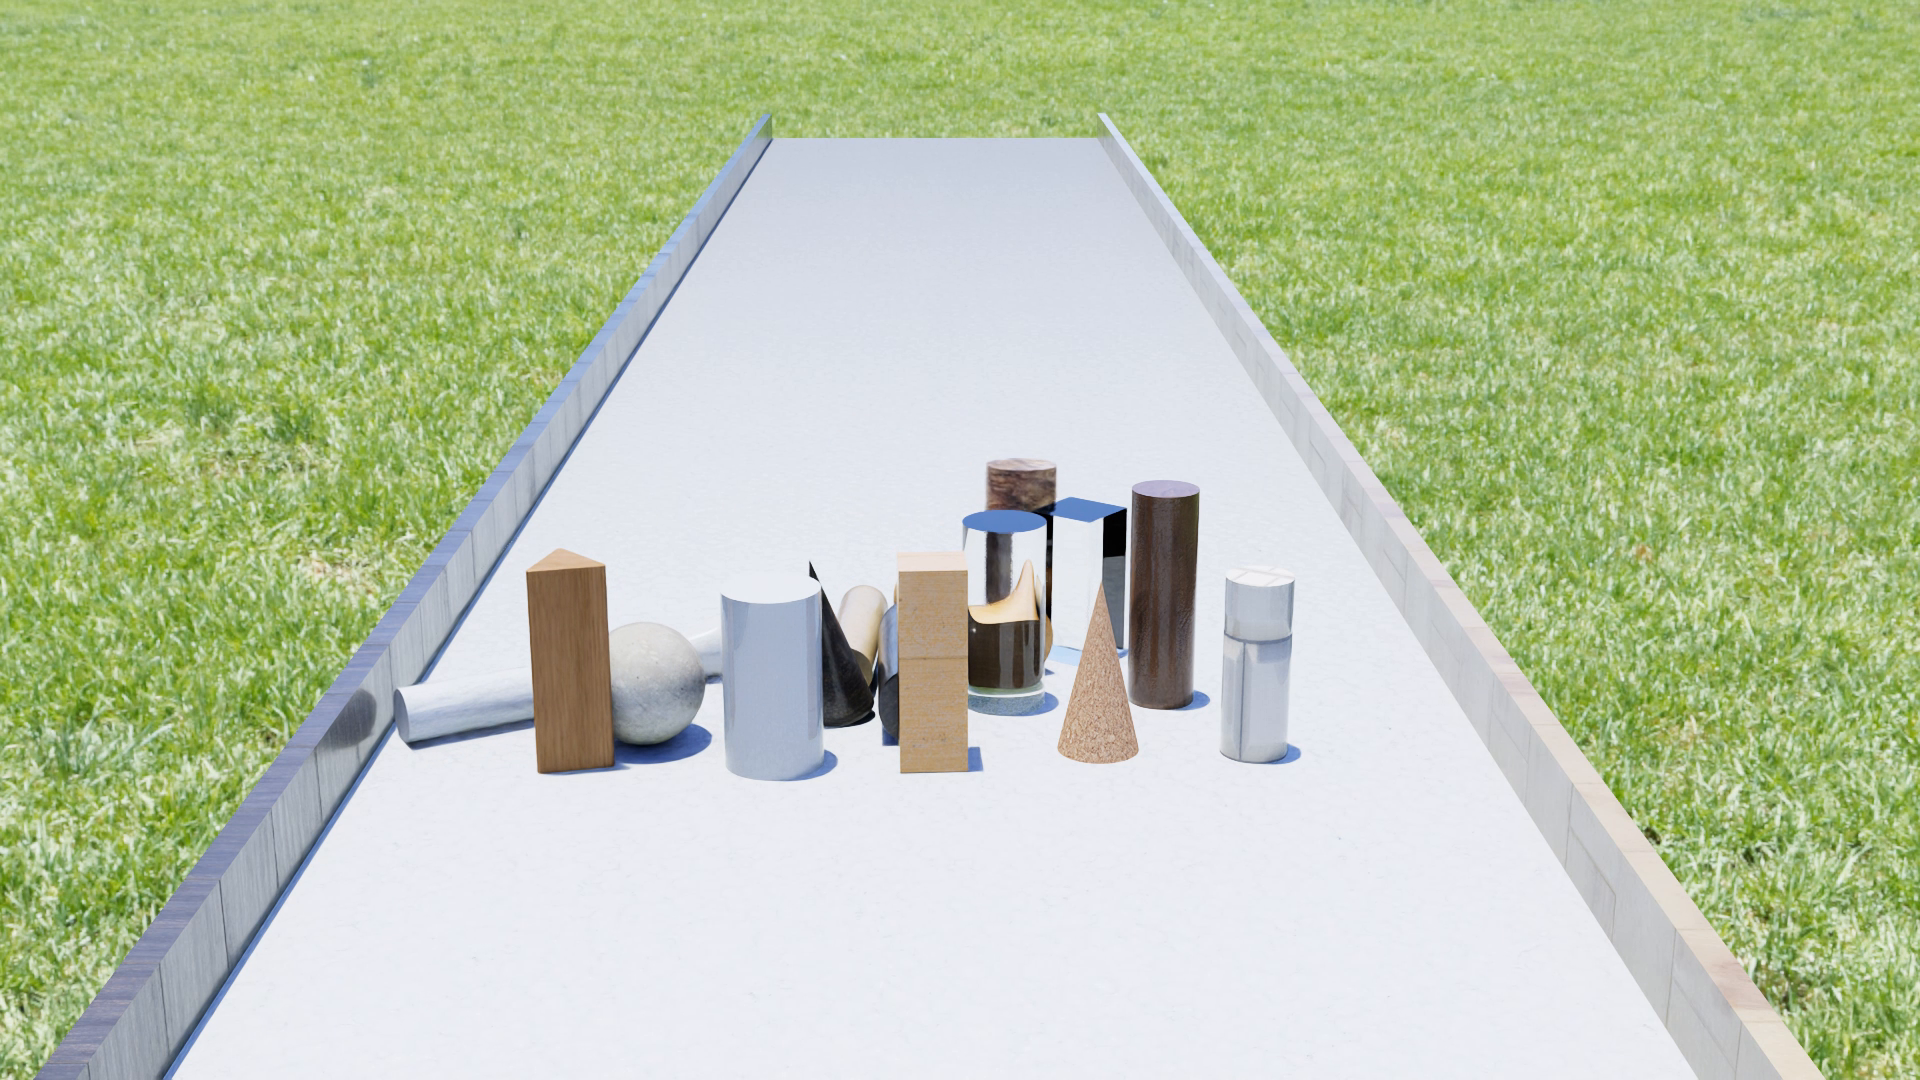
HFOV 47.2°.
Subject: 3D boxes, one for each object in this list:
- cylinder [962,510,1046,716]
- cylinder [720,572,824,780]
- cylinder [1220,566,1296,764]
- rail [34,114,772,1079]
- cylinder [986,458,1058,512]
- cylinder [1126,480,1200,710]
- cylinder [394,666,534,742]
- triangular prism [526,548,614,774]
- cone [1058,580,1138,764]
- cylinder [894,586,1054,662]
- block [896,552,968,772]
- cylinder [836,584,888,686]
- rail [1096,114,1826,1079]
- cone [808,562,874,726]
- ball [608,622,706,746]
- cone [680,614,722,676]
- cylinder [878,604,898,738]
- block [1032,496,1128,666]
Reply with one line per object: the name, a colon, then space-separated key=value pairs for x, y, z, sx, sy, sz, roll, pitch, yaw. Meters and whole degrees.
cylinder: x=0.082 y=0.136 z=4.143 sx=0.158 sy=0.357 sz=0.158 roll=0 pitch=17 yaw=0
cylinder: x=-0.329 y=0.238 z=3.857 sx=0.176 sy=0.325 sz=0.176 roll=0 pitch=17 yaw=0
cylinder: x=0.527 y=0.221 z=3.904 sx=0.121 sy=0.330 sz=0.121 roll=0 pitch=17 yaw=0
rail: x=-1.118 y=-0.838 z=7.780 sx=0.050 sy=0.150 sz=12.000 roll=0 pitch=17 yaw=-1
cylinder: x=0.125 y=0.012 z=4.568 sx=0.149 sy=0.341 sz=0.149 roll=0 pitch=11 yaw=0
cylinder: x=0.383 y=0.104 z=4.150 sx=0.127 sy=0.416 sz=0.127 roll=0 pitch=17 yaw=0
cylinder: x=-0.830 y=0.289 z=4.080 sx=0.418 sy=0.100 sz=0.100 roll=-9 pitch=19 yaw=-28
triangular prism: x=-0.688 y=0.209 z=3.863 sx=0.133 sy=0.374 sz=0.115 roll=-4 pitch=18 yaw=-14
cone: x=0.249 y=0.223 z=3.918 sx=0.148 sy=0.319 sz=0.148 roll=0 pitch=17 yaw=0
cylinder: x=0.022 y=0.155 z=4.434 sx=0.155 sy=0.155 sz=0.368 roll=-10 pitch=19 yaw=-29
block: x=-0.049 y=0.213 z=3.861 sx=0.119 sy=0.368 sz=0.119 roll=-1 pitch=16 yaw=-3
cylinder: x=-0.208 y=0.197 z=4.388 sx=0.100 sy=0.100 sz=0.394 roll=1 pitch=17 yaw=2
rail: x=0.932 y=-0.844 z=7.801 sx=0.050 sy=0.150 sz=12.000 roll=0 pitch=17 yaw=-1
cone: x=-0.248 y=0.172 z=4.039 sx=0.130 sy=0.323 sz=0.130 roll=-7 pitch=29 yaw=4
ball: x=-0.570 y=0.259 z=3.967 sx=0.222 sy=0.222 sz=0.222 roll=0 pitch=17 yaw=0
cone: x=-0.628 y=0.252 z=4.266 sx=0.433 sy=0.130 sz=0.130 roll=-16 pitch=21 yaw=-21
cylinder: x=-0.078 y=0.242 z=4.145 sx=0.153 sy=0.153 sz=0.398 roll=-1 pitch=17 yaw=-2
block: x=0.237 y=0.084 z=4.415 sx=0.137 sy=0.302 sz=0.137 roll=12 pitch=20 yaw=35
